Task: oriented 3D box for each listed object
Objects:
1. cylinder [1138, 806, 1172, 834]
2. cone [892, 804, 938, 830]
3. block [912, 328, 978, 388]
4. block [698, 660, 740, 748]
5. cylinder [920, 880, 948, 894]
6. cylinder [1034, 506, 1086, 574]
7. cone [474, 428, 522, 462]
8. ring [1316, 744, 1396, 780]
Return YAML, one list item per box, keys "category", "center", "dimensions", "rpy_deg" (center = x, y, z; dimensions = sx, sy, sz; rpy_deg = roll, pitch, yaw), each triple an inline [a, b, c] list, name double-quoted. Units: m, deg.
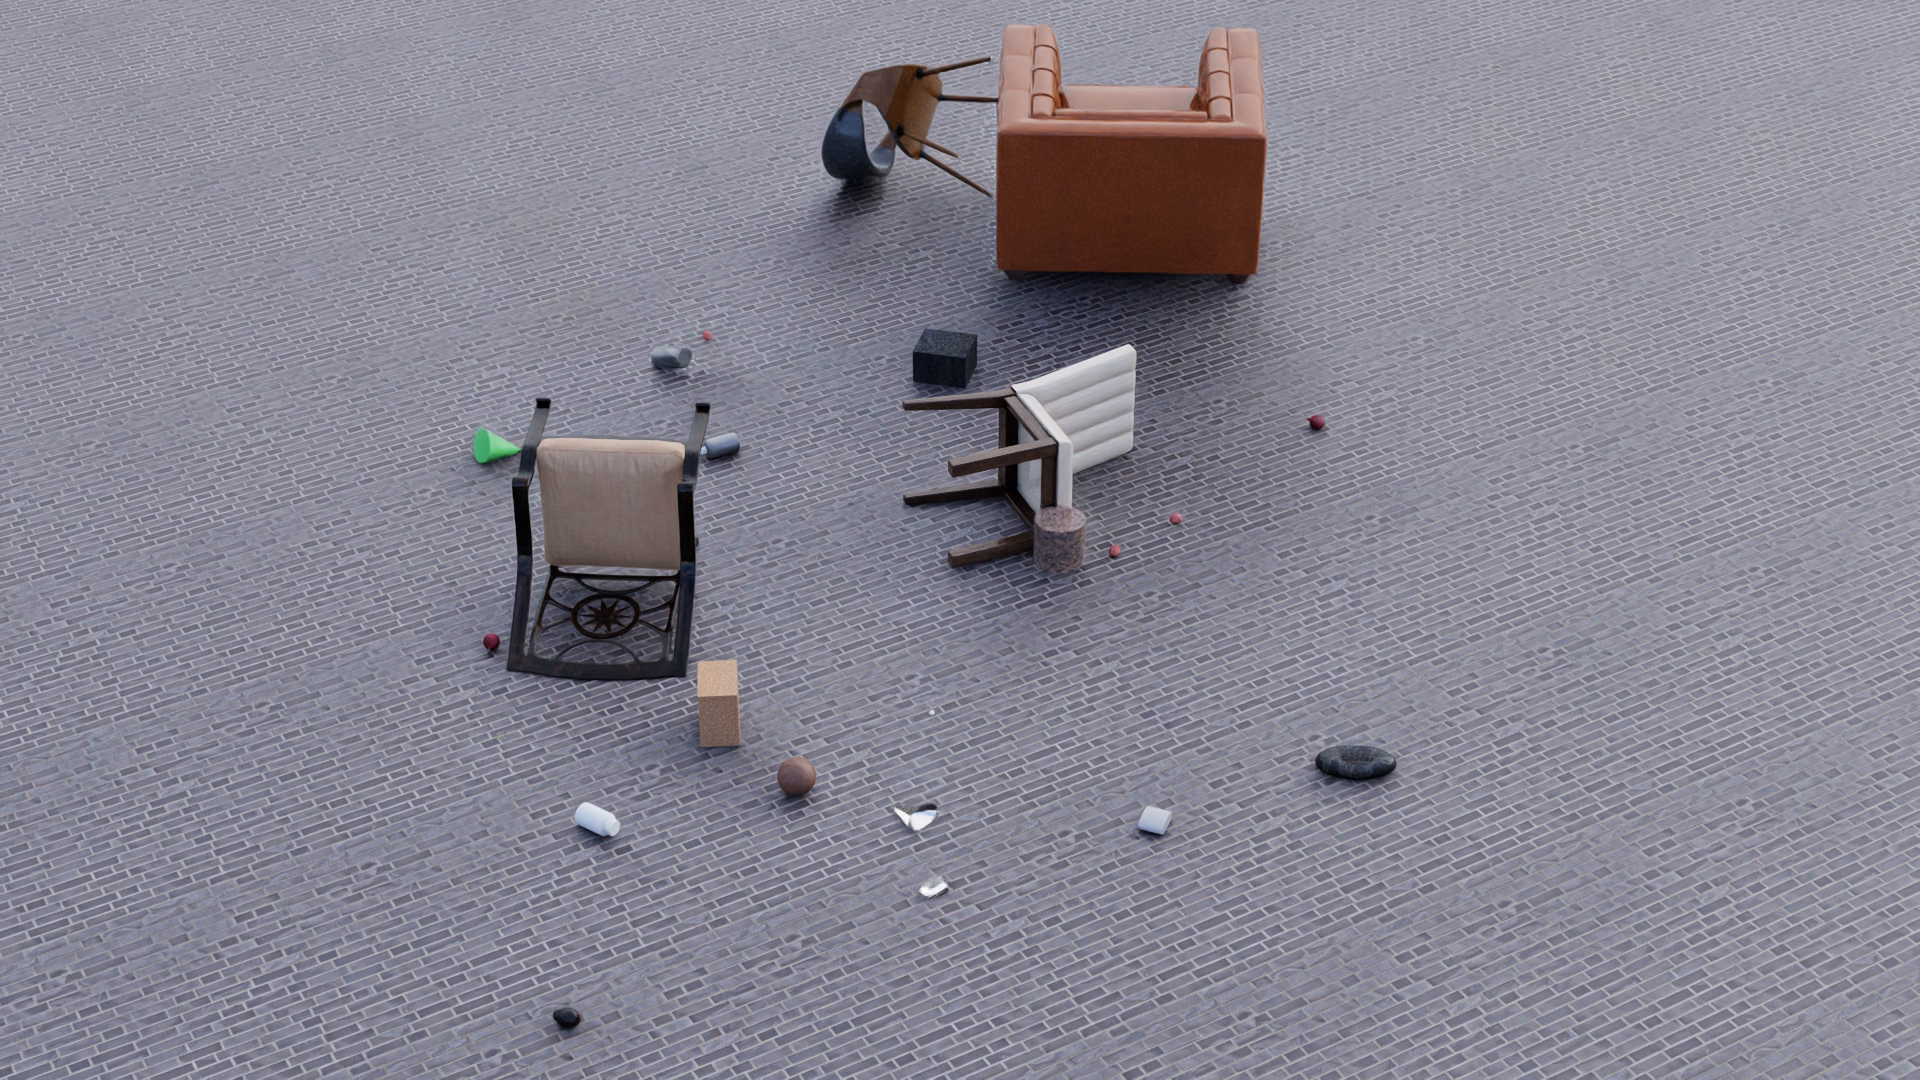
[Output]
- category: "cylinder"
  center: [0.633, 0.910, 9.521]
  dimensions: [0.081, 0.047, 0.108]
  rpy_deg: [13, 38, 19]
- category: "cone"
  center: [-0.173, 0.887, 9.566]
  dimensions: [0.134, 0.073, 0.146]
  rpy_deg: [-26, 27, -39]
- category: "block"
  center: [-0.060, -0.740, 11.938]
  dimensions: [0.220, 0.142, 0.197]
  rpy_deg: [8, 34, 12]
- category: "block"
  center: [-0.816, 0.553, 9.914]
  dimensions: [0.132, 0.211, 0.203]
  rpy_deg: [-2, 33, -4]
- category: "cylinder"
  center: [-0.081, 1.093, 9.253]
  dimensions: [0.058, 0.034, 0.073]
  rpy_deg: [4, 6, 38]
- category: "cylinder"
  center: [0.366, -0.001, 10.782]
  dimensions: [0.190, 0.181, 0.178]
  rpy_deg: [6, 34, 8]
- category: "cone"
  center: [-1.782, -0.359, 11.432]
  dimensions: [0.174, 0.131, 0.197]
  rpy_deg: [7, 15, -30]
- category: "ring"
  center: [1.319, 0.740, 9.767]
  dimensions: [0.270, 0.062, 0.144]
  rpy_deg: [1, 35, 3]
